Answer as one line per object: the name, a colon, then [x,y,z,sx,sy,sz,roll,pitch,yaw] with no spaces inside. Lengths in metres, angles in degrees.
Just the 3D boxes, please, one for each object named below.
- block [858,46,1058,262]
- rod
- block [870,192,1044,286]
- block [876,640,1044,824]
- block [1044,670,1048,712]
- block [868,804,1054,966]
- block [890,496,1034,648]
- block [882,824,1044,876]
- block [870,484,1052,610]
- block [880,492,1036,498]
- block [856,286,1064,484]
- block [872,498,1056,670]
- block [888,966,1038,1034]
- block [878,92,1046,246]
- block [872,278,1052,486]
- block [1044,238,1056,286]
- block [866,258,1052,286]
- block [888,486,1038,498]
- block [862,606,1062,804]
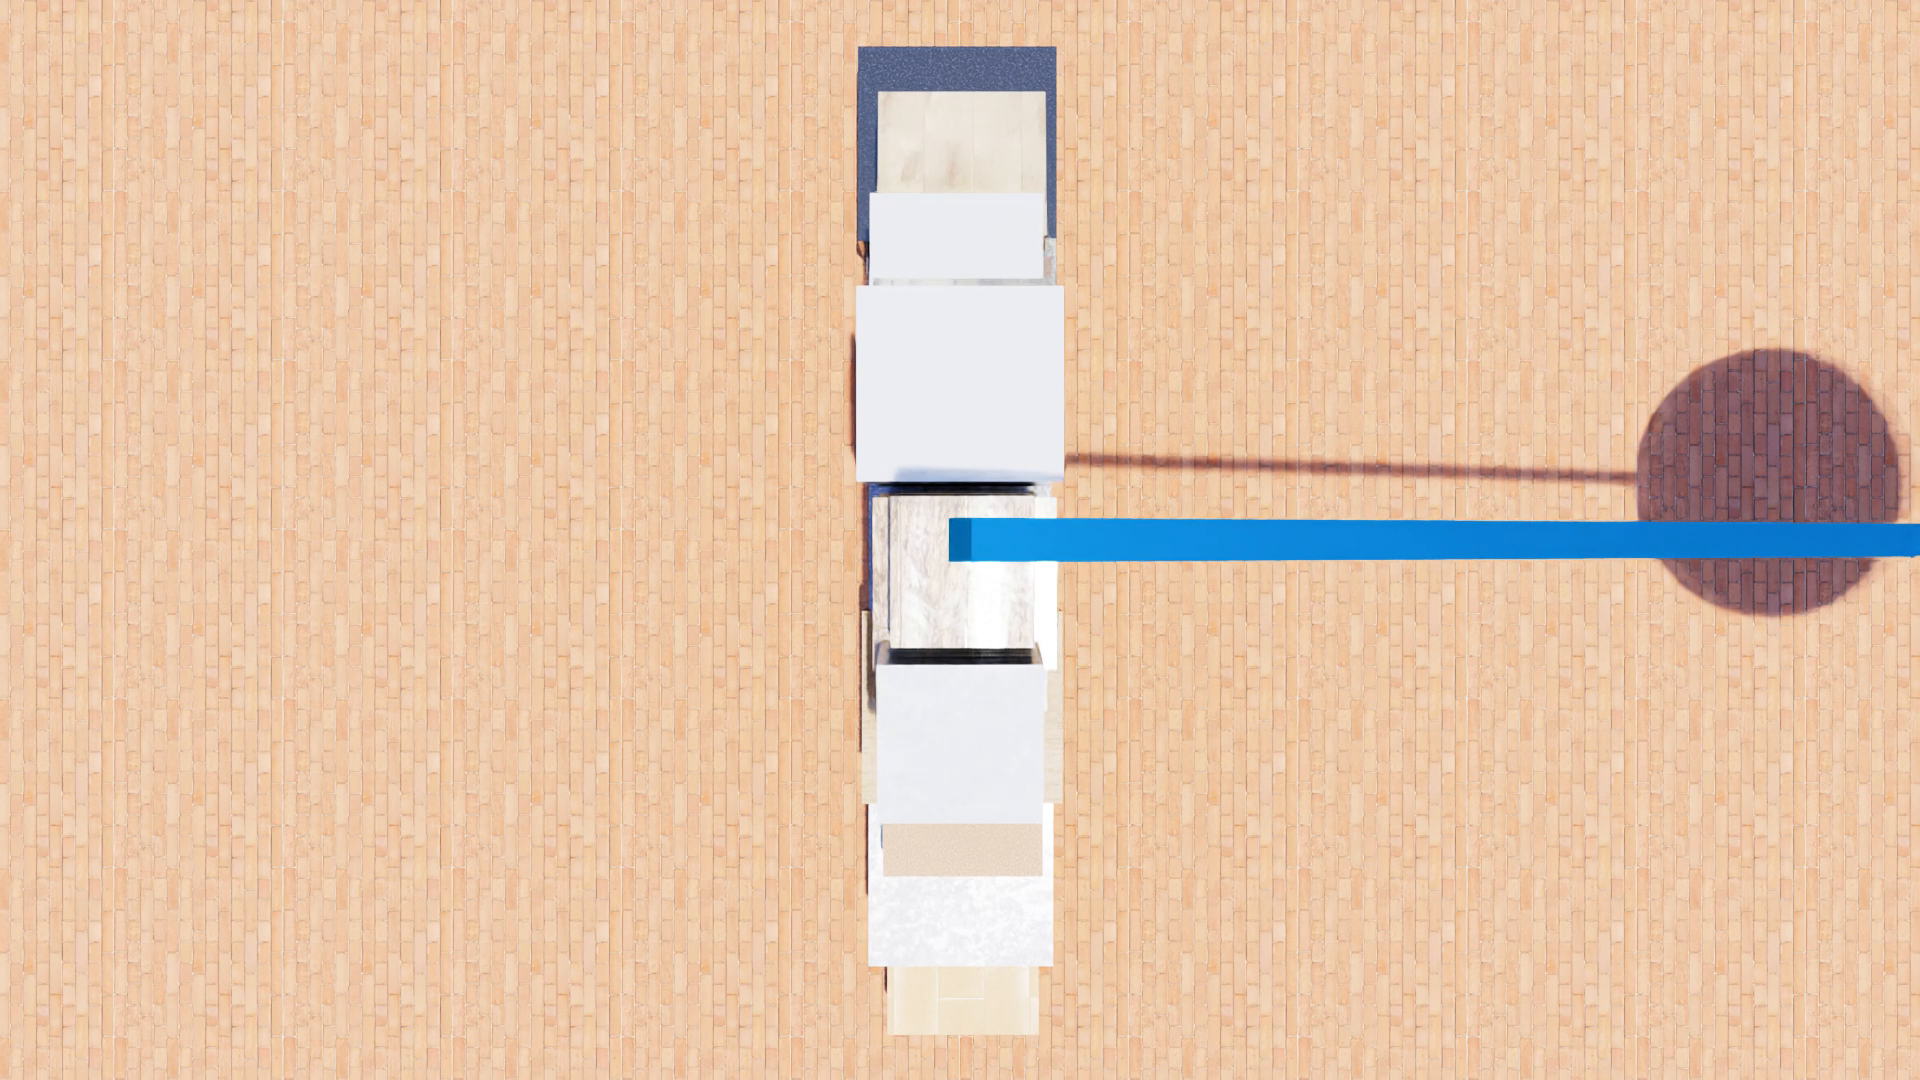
block: [-0.014,-2.178,12.542,1.094,0.916,1.072,0,90,0]
rod: [2.212,0.000,5.291,5.200,0.080,0.080,0,90,-32]
block: [-0.016,-1.183,10.571,0.798,0.893,0.830,0,90,0]
block: [0.001,0.729,8.493,0.624,0.574,0.602,0,97,0]
block: [0.014,0.451,10.839,0.801,0.748,0.704,0,92,0]
block: [0.005,1.768,11.659,0.943,0.816,0.833,0,89,0]
block: [0.010,0.115,8.469,0.536,0.568,0.569,0,91,0]
block: [0.014,1.207,10.884,0.768,0.692,0.800,0,91,0]
block: [0.003,-0.065,11.706,0.931,0.994,0.835,0,90,0]
block: [-0.007,0.149,9.924,0.678,0.776,0.715,0,91,0]
block: [0.001,-0.565,8.271,0.743,0.787,0.701,0,91,0]
block: [0.018,0.170,9.145,0.730,0.782,0.688,0,91,0]
block: [0.017,2.314,12.533,0.830,0.935,0.800,0,90,0]
block: [0.010,-1.861,11.557,0.855,0.742,0.762,0,82,0]
block: [0.009,-0.632,9.073,0.707,0.818,0.810,0,91,0]
block: [0.017,-1.128,12.449,1.012,1.101,1.007,0,90,0]
block: [-0.004,-0.955,11.458,0.927,0.881,0.925,0,90,0]
block: [0.014,-0.319,10.665,0.698,0.727,0.832,0,94,0]
block: [0.011,0.855,11.732,1.024,0.996,0.984,0,90,0]
